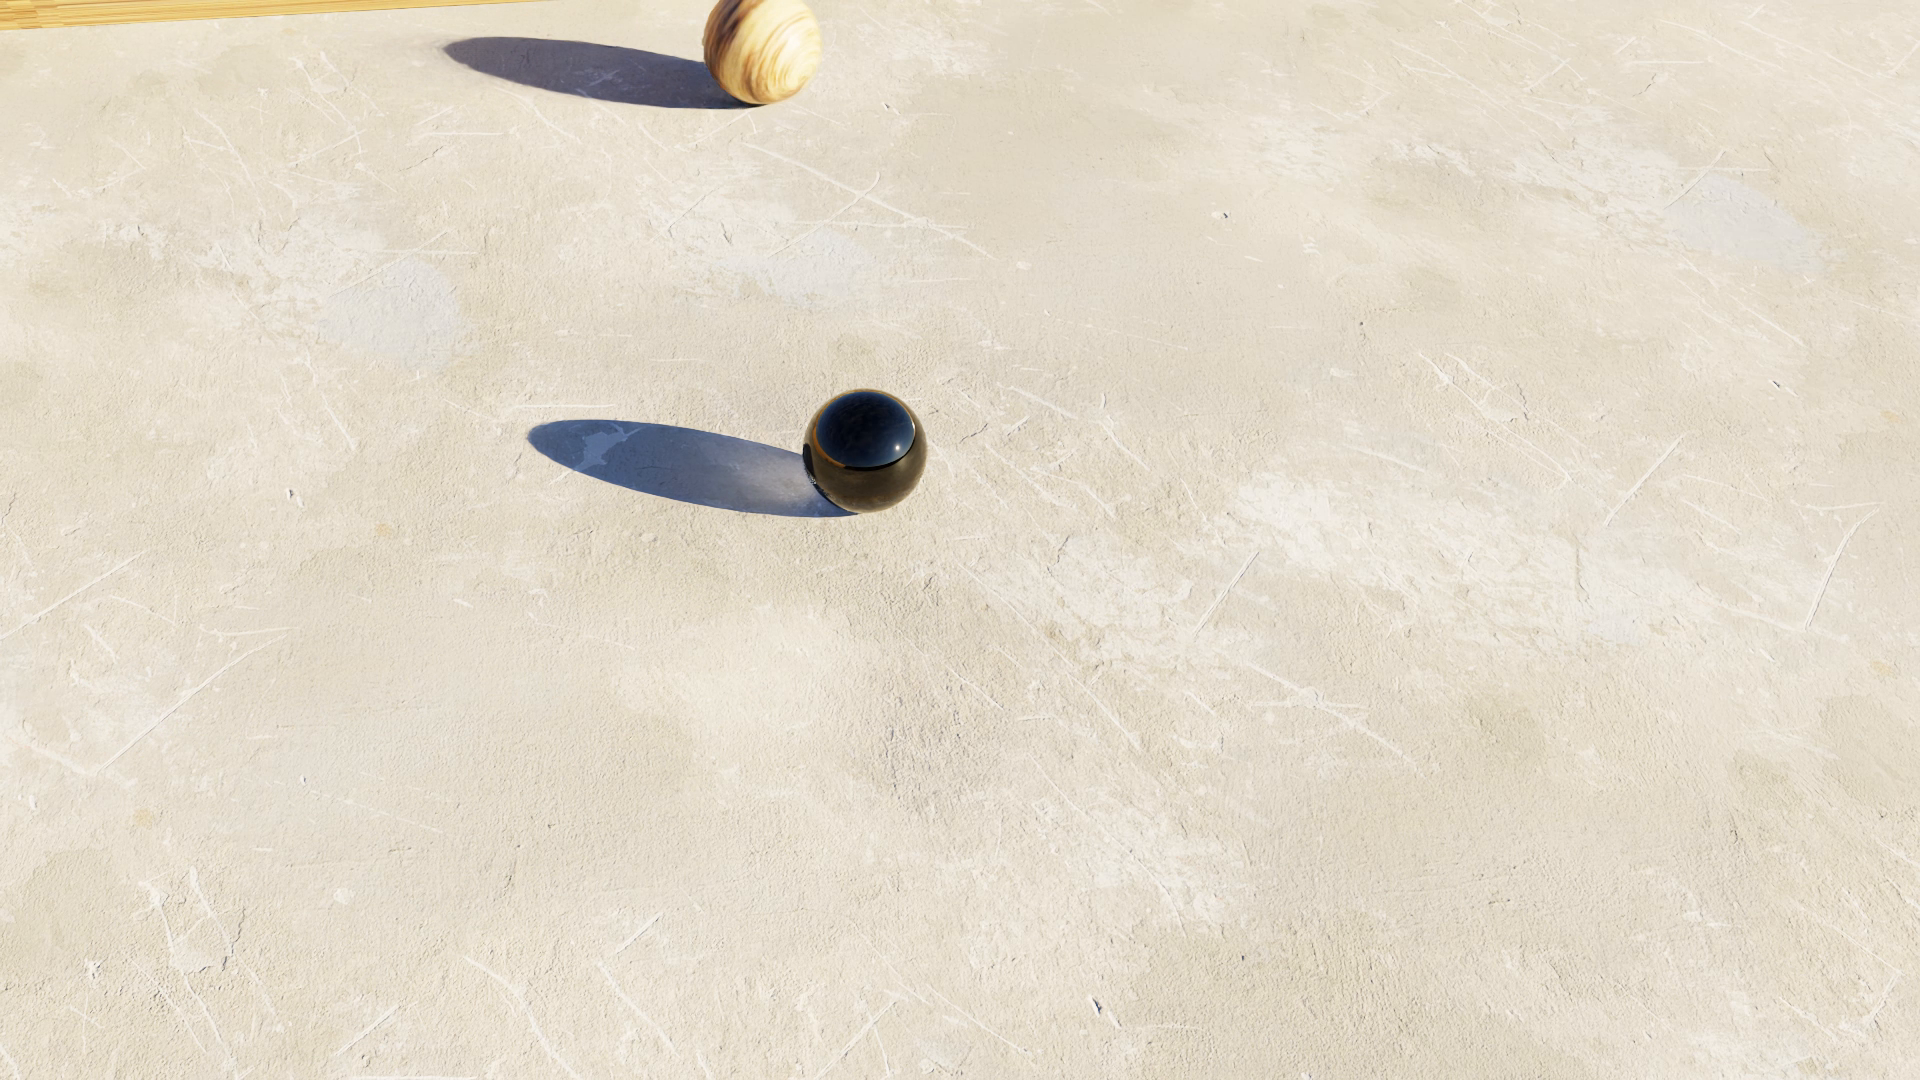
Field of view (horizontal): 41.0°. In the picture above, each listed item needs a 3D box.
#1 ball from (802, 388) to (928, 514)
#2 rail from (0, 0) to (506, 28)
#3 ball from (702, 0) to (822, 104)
[{"bbox_3d":[-0.060,-0.057,1.624,0.080,0.080,0.080,0,36,0],"label":"ball"},{"bbox_3d":[0.749,-0.599,2.318,3.470,0.125,0.045,-4,37,-6],"label":"rail"},{"bbox_3d":[-0.160,-0.401,2.076,0.096,0.096,0.096,0,36,0],"label":"ball"}]
